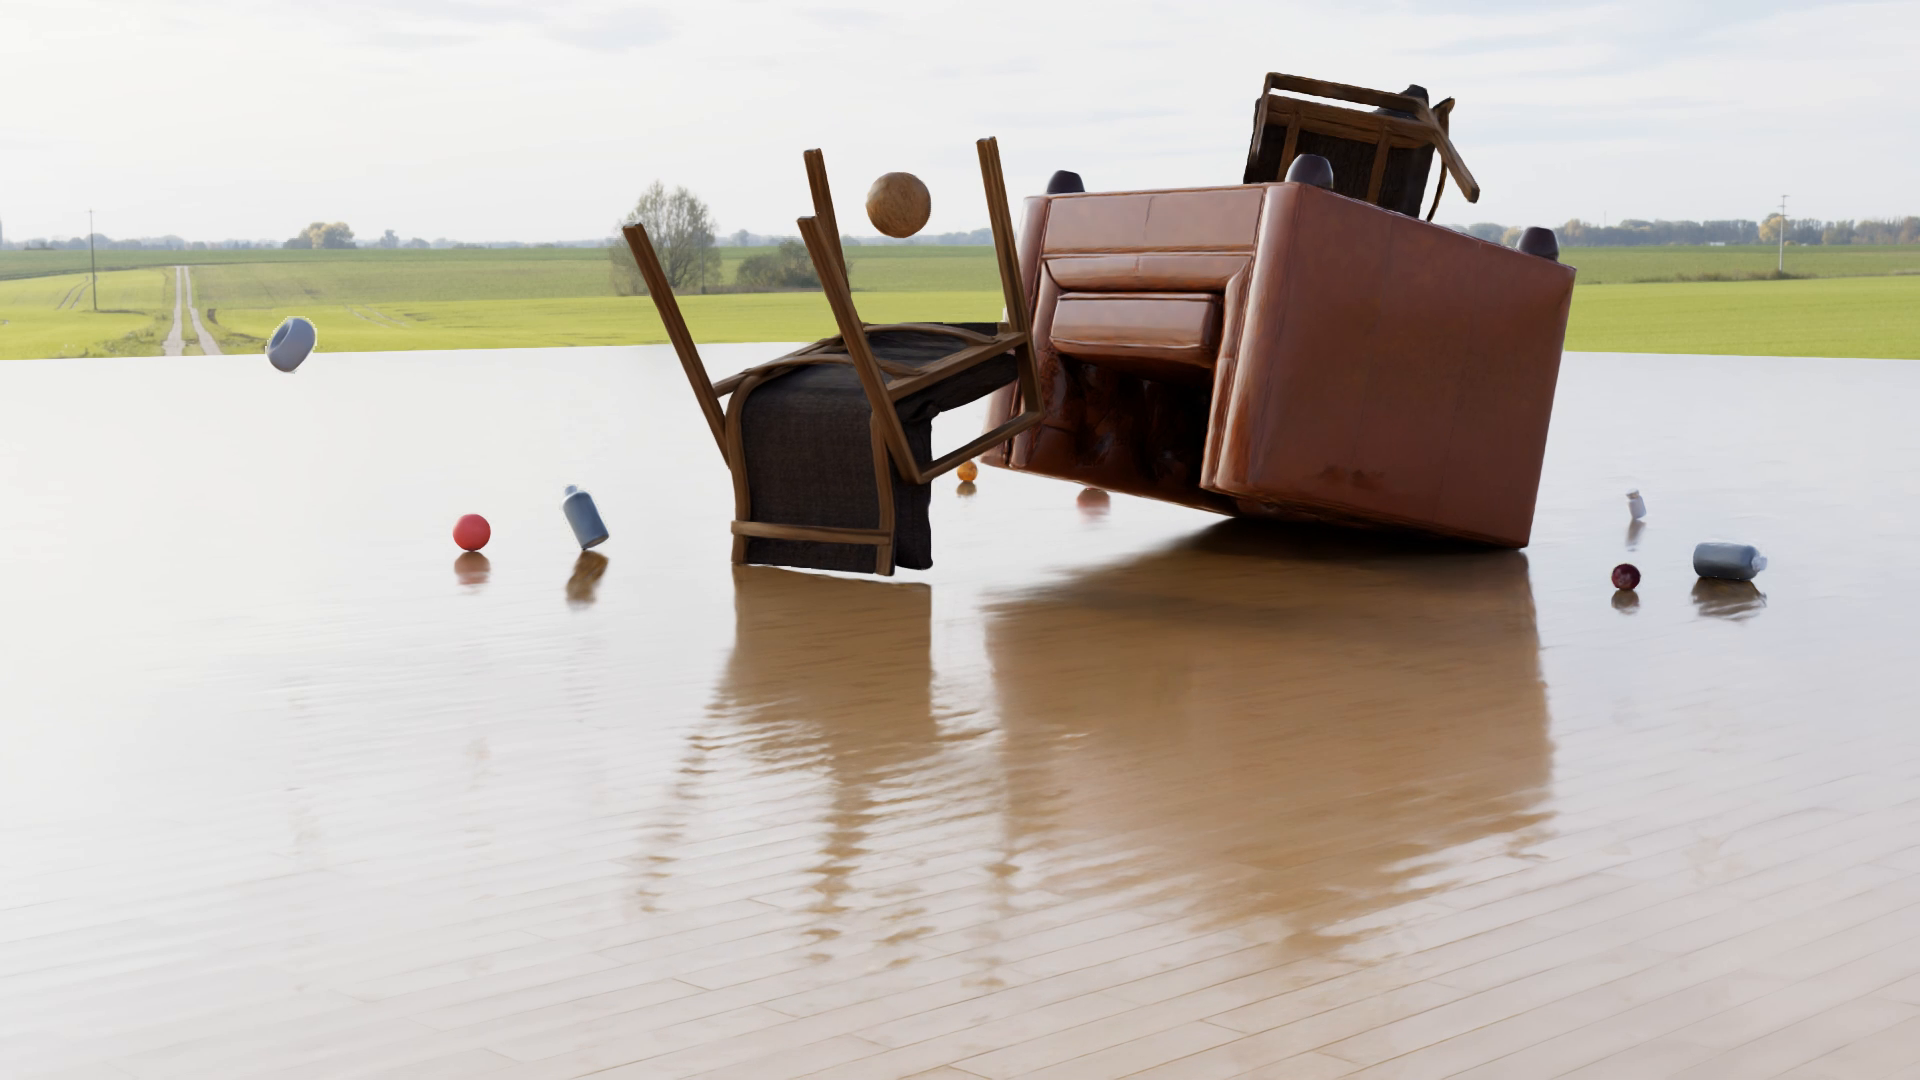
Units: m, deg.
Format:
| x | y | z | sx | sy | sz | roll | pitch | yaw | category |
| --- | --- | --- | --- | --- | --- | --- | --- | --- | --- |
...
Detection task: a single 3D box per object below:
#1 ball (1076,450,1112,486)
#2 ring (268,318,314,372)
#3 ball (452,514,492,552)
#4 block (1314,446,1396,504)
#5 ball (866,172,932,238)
| x | y | z | sx | sy | sz | roll | pitch | yaw | category |
| --- | --- | --- | --- | --- | --- | --- | --- | --- | --- |
| 0.419 | -0.227 | 8.048 | 0.116 | 0.116 | 0.116 | 0 | 6 | 0 | ball |
| -1.727 | -0.504 | 6.626 | 0.094 | 0.150 | 0.078 | 0 | -34 | 45 | ring |
| -1.171 | -0.019 | 6.150 | 0.092 | 0.092 | 0.092 | 0 | 6 | 0 | ball |
| 1.154 | -0.191 | 7.516 | 0.098 | 0.154 | 0.231 | -4 | 7 | -37 | block |
| -0.138 | -0.758 | 5.797 | 0.150 | 0.150 | 0.150 | 0 | 6 | 0 | ball |
